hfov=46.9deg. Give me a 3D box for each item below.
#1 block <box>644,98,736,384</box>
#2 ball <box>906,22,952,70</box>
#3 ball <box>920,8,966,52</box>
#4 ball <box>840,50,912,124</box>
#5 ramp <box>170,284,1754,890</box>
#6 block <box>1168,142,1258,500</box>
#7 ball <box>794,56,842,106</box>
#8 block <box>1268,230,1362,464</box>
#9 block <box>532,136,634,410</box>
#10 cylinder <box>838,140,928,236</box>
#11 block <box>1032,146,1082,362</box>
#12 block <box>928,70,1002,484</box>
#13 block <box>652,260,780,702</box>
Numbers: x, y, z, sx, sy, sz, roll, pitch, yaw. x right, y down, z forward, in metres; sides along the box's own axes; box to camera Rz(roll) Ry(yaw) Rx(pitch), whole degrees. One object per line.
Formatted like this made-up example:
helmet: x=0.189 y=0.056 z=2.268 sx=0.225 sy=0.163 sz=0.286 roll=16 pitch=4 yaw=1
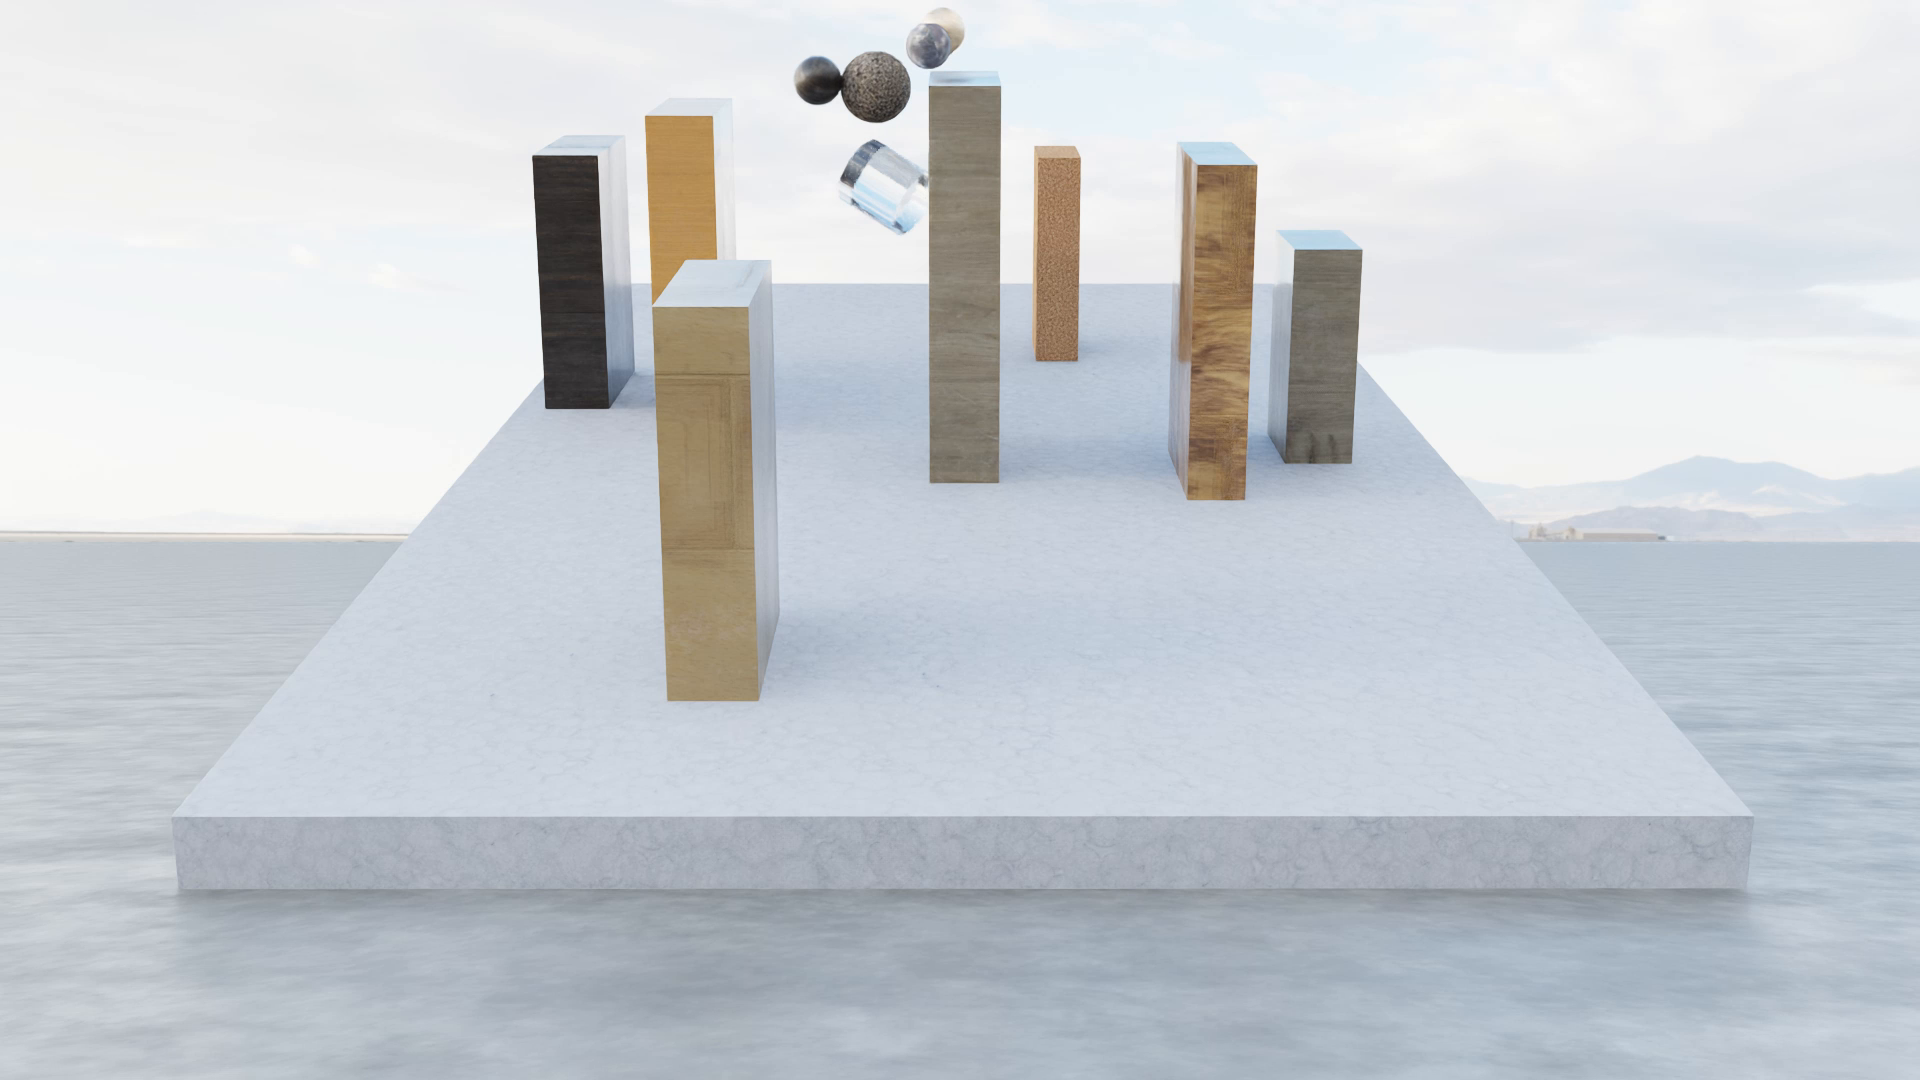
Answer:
block: x=-0.580 y=-0.606 z=4.848 sx=0.141 sy=0.681 sz=0.413 roll=0 pitch=16 yaw=0
ball: x=-0.087 y=-1.364 z=6.102 sx=0.126 sy=0.126 sz=0.126 roll=0 pitch=0 yaw=0
ball: x=-0.050 y=-1.455 z=6.319 sx=0.131 sy=0.131 sz=0.131 roll=0 pitch=0 yaw=0
ball: x=-0.247 y=-1.329 z=6.489 sx=0.209 sy=0.209 sz=0.209 roll=0 pitch=0 yaw=0
ramp: x=-0.002 y=-0.163 z=4.726 sx=2.000 sy=0.100 sz=4.000 roll=0 pitch=16 yaw=0
block: x=0.492 y=-0.439 z=4.353 sx=0.111 sy=0.641 sz=0.397 roll=0 pitch=16 yaw=0
ball: x=-0.414 y=-1.336 z=6.429 sx=0.142 sy=0.142 sz=0.142 roll=0 pitch=0 yaw=0
block: x=0.734 y=-0.405 z=4.594 sx=0.137 sy=0.440 sz=0.267 roll=0 pitch=16 yaw=0
block: x=-0.866 y=-0.629 z=5.125 sx=0.145 sy=0.570 sz=0.425 roll=0 pitch=16 yaw=0
cylinder: x=-0.205 y=-0.991 z=6.212 sx=0.196 sy=0.196 sz=0.196 roll=34 pitch=11 yaw=17
block: x=0.242 y=-0.727 z=5.582 sx=0.105 sy=0.504 sz=0.276 roll=0 pitch=16 yaw=0
block: x=0.008 y=-0.535 z=4.441 sx=0.138 sy=0.773 sz=0.366 roll=0 pitch=16 yaw=0
block: x=-0.357 y=-0.100 z=3.303 sx=0.132 sy=0.575 sz=0.405 roll=0 pitch=16 yaw=0
